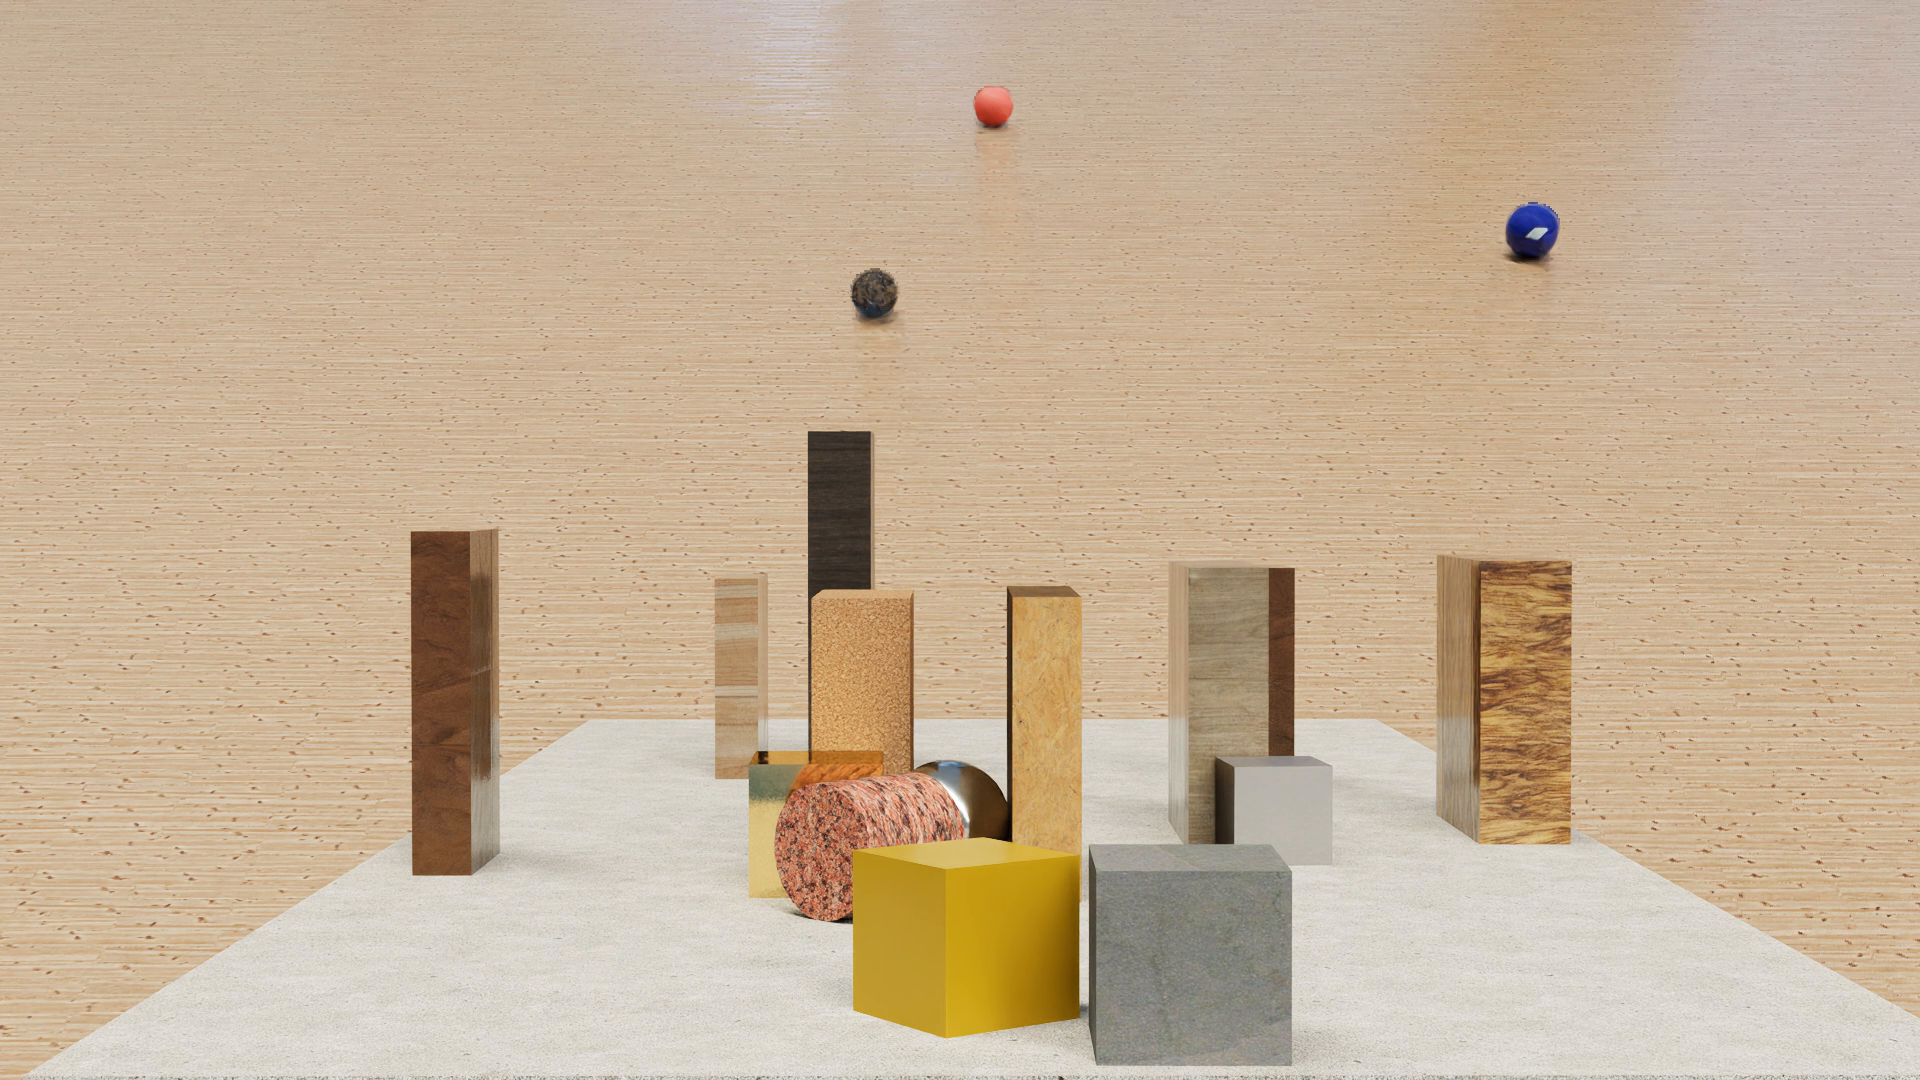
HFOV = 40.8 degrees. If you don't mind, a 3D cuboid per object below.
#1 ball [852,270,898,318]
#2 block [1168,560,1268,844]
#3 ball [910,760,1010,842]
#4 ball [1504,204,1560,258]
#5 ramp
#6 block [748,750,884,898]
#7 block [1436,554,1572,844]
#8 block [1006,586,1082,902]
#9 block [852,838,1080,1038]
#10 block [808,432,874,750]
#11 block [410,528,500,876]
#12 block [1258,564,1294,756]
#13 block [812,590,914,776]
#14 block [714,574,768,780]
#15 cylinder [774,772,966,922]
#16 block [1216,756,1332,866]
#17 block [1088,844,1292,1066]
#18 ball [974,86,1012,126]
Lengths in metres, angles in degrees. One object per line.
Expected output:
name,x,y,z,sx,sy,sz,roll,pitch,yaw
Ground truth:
ball,-0.307,-0.882,9.252,0.168,0.168,0.168,0,27,0
block,0.433,0.270,4.363,0.129,0.460,0.394,0,1,0
ball,-0.019,0.418,3.824,0.186,0.186,0.186,0,27,0
ball,2.169,-1.171,9.791,0.201,0.201,0.201,0,27,0
ramp,0.061,0.546,4.582,2.000,0.100,4.000,0,1,0
block,-0.209,0.416,3.800,0.192,0.192,0.192,0,1,-1
block,0.932,0.264,4.446,0.150,0.468,0.390,0,1,0
block,0.123,0.293,3.872,0.098,0.434,0.425,0,1,0
block,0.006,0.439,2.881,0.181,0.181,0.181,-1,1,-35
block,-0.251,0.125,5.489,0.131,0.707,0.256,0,1,0
block,-0.787,0.246,4.036,0.090,0.523,0.245,0,1,0
block,0.586,0.268,5.158,0.133,0.432,0.244,0,1,0
block,-0.150,0.296,4.066,0.149,0.422,0.340,0,1,0
block,-0.452,0.278,5.357,0.087,0.406,0.282,0,1,0
cylinder,-0.125,0.423,3.573,0.187,0.187,0.187,25,18,40
block,0.496,0.428,4.091,0.155,0.155,0.155,0,1,-5
block,0.239,0.434,2.721,0.199,0.199,0.199,0,1,1
ball,0.146,-1.890,11.254,0.169,0.169,0.169,0,27,0
